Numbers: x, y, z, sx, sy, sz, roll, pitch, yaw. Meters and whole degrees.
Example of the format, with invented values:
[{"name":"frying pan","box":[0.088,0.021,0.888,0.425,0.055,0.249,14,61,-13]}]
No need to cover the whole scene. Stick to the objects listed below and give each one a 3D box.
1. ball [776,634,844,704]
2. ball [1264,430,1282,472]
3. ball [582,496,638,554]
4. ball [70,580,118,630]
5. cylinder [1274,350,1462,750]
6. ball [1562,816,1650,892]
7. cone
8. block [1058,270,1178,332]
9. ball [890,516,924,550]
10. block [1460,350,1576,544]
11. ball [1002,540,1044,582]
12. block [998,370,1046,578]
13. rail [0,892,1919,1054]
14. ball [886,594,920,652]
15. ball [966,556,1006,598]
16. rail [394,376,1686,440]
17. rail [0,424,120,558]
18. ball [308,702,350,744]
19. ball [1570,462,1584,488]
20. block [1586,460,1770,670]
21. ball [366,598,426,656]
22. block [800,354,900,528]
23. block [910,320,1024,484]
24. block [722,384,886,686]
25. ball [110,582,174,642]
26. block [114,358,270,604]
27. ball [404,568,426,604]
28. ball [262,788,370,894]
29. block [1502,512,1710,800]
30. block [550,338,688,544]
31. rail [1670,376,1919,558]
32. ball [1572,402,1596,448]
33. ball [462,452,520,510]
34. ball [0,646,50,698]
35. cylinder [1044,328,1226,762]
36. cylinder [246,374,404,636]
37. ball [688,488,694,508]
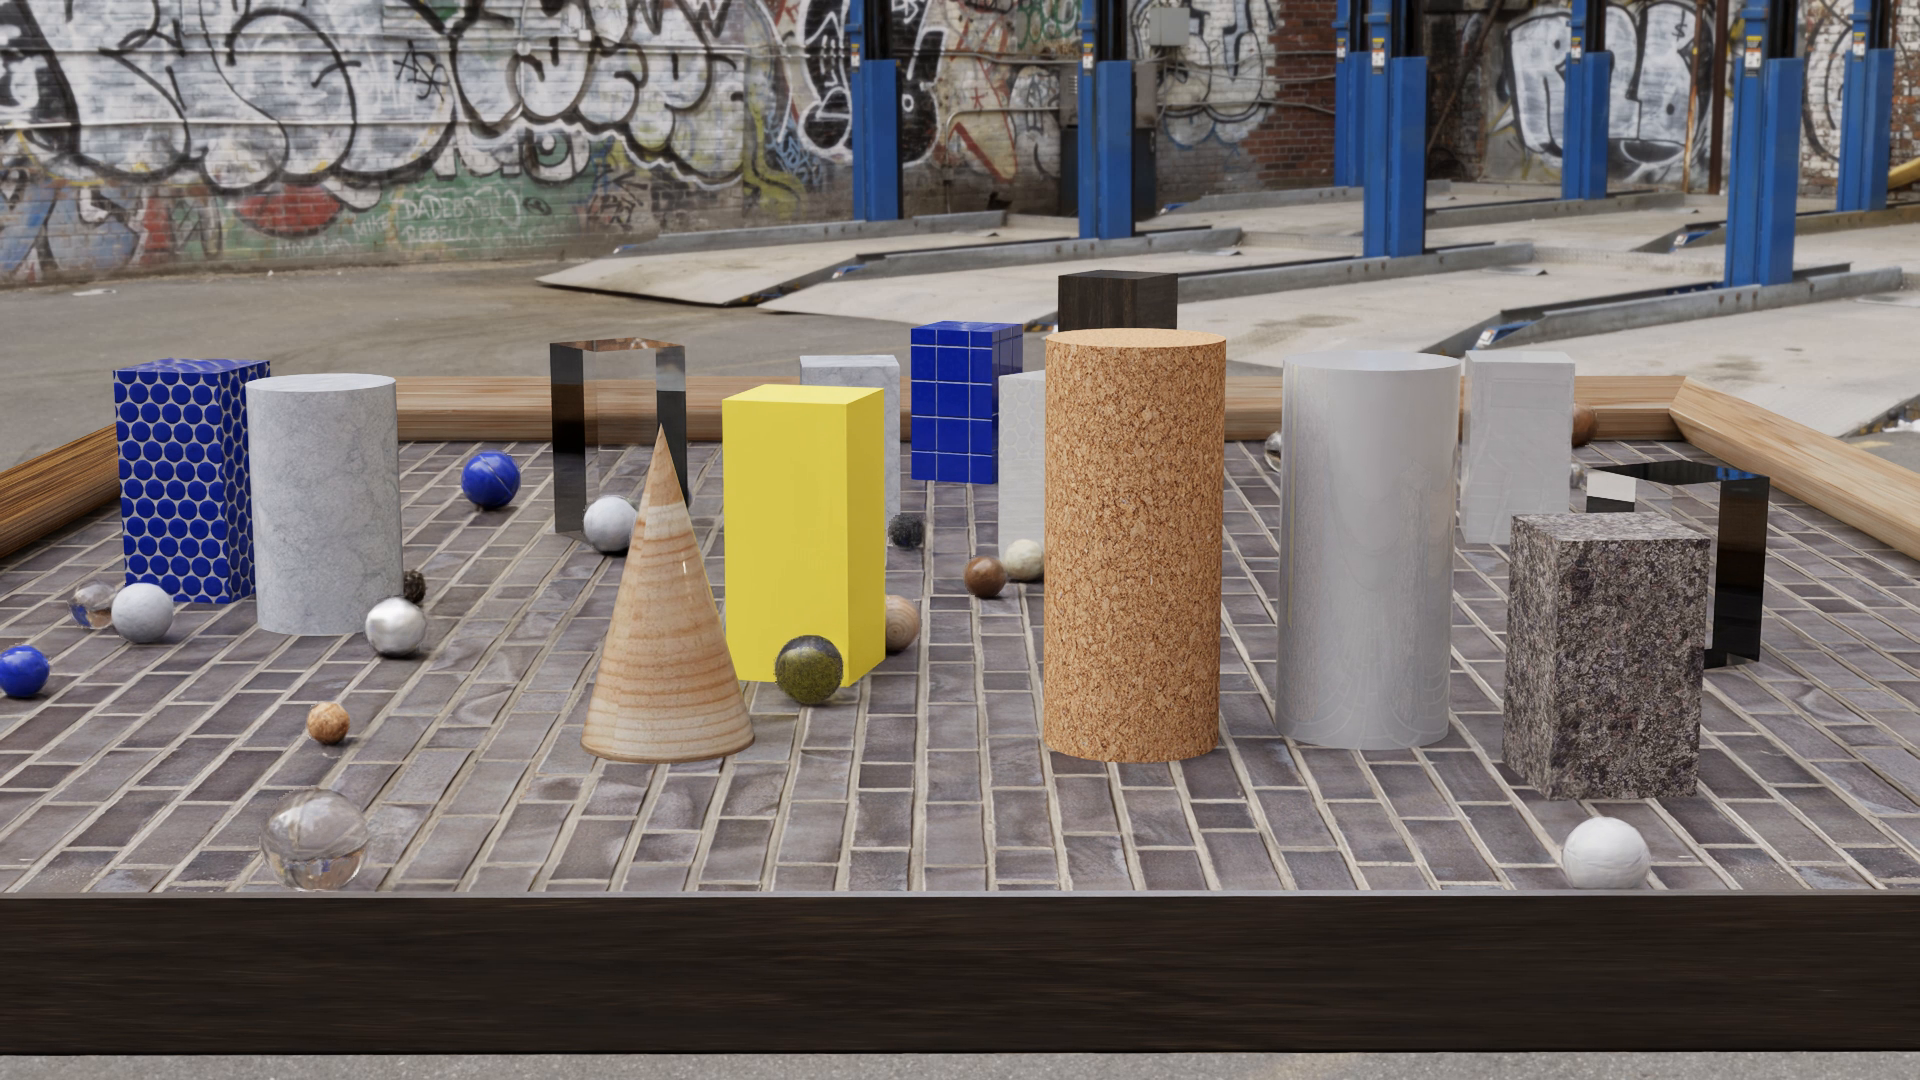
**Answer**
[{"name":"ball","box":[-0.173,0.148,2.953,0.079,0.079,0.079,0,11,0]},{"name":"ball","box":[0.585,-0.160,4.612,0.078,0.078,0.078,0,11,0]},{"name":"ball","box":[-0.524,-0.023,3.855,0.084,0.084,0.084,0,11,0]},{"name":"ball","box":[-1.125,0.084,3.339,0.064,0.064,0.064,0,11,0]},{"name":"cylinder","box":[0.445,0.007,2.809,0.191,0.409,0.191,0,11,0]},{"name":"ball","box":[0.567,0.281,2.253,0.075,0.075,0.075,0,11,0]},{"name":"cone","box":[-0.318,0.046,2.761,0.191,0.349,0.191,0,11,0]},{"name":"block","box":[0.273,-0.278,4.455,0.153,0.367,0.153,6,12,31]},{"name":"ball","box":[-0.080,-0.011,3.881,0.052,0.052,0.052,0,11,0]},{"name":"block","box":[0.862,-0.145,3.979,0.153,0.280,0.153,1,11,7]},{"name":"ball","box":[0.091,0.029,3.648,0.059,0.059,0.059,0,11,0]},{"name":"block","box":[0.163,-0.096,3.704,0.153,0.284,0.153,9,14,40]},{"name":"rail","box":[0.009,0.316,1.921,2.853,0.124,0.045,0,11,0]},{"name":"ball","box":[-0.085,0.104,3.212,0.071,0.071,0.071,0,11,0]},{"name":"ball","box":[0.036,0.050,3.538,0.057,0.057,0.057,0,11,0]},{"name":"rail","box":[-0.009,-0.253,4.977,2.853,0.124,0.045,0,11,0]},{"name":"rail","box":[-1.403,0.033,3.441,0.045,0.124,3.156,0,11,0]},{"name":"ball","box":[-0.684,0.198,2.778,0.045,0.045,0.045,0,11,0]},{"name":"ball","box":[1.057,-0.112,4.441,0.045,0.045,0.045,0,11,0]},{"name":"block","box":[0.881,0.030,3.170,0.153,0.231,0.153,-5,12,-26]},{"name":"ball","box":[-0.700,0.108,3.183,0.074,0.074,0.074,0,11,0]},{"name":"block","box":[-0.177,-0.158,4.105,0.153,0.259,0.153,-1,11,-5]},{"name":"block","box":[0.013,-0.247,4.559,0.153,0.267,0.153,4,11,21]},{"name":"block","box":[-0.186,-0.009,3.093,0.153,0.337,0.153,3,11,15]},{"name":"ball","box":[-1.038,0.092,3.260,0.077,0.077,0.077,0,11,0]},{"name":"block","box":[-1.055,-0.085,3.557,0.153,0.315,0.153,2,11,12]},{"name":"ball","box":[-0.750,0.064,3.482,0.051,0.051,0.051,0,11,0]},{"name":"ball","box":[-0.571,0.267,2.276,0.093,0.093,0.093,0,11,0]},{"name":"block","box":[0.657,0.116,2.622,0.153,0.264,0.153,-1,11,-6]},{"name":"block","box":[-0.528,-0.154,3.977,0.153,0.299,0.153,-7,13,-35]},{"name":"rail","box":[1.403,0.030,3.457,0.045,0.124,3.156,0,11,0]},{"name":"ball","box":[1.175,-0.221,4.917,0.087,0.087,0.087,0,11,0]},{"name":"ball","box":[-0.774,-0.098,4.231,0.095,0.095,0.095,0,11,0]},{"name":"ball","box":[-1.089,0.153,2.980,0.060,0.060,0.060,0,11,0]},{"name":"cylinder","box":[0.186,0.002,2.756,0.191,0.439,0.191,0,11,0]},{"name":"cylinder","box":[-0.832,-0.050,3.370,0.191,0.316,0.191,0,11,0]},{"name":"ball","box":[-0.462,-0.069,4.190,0.052,0.052,0.052,0,11,0]}]
